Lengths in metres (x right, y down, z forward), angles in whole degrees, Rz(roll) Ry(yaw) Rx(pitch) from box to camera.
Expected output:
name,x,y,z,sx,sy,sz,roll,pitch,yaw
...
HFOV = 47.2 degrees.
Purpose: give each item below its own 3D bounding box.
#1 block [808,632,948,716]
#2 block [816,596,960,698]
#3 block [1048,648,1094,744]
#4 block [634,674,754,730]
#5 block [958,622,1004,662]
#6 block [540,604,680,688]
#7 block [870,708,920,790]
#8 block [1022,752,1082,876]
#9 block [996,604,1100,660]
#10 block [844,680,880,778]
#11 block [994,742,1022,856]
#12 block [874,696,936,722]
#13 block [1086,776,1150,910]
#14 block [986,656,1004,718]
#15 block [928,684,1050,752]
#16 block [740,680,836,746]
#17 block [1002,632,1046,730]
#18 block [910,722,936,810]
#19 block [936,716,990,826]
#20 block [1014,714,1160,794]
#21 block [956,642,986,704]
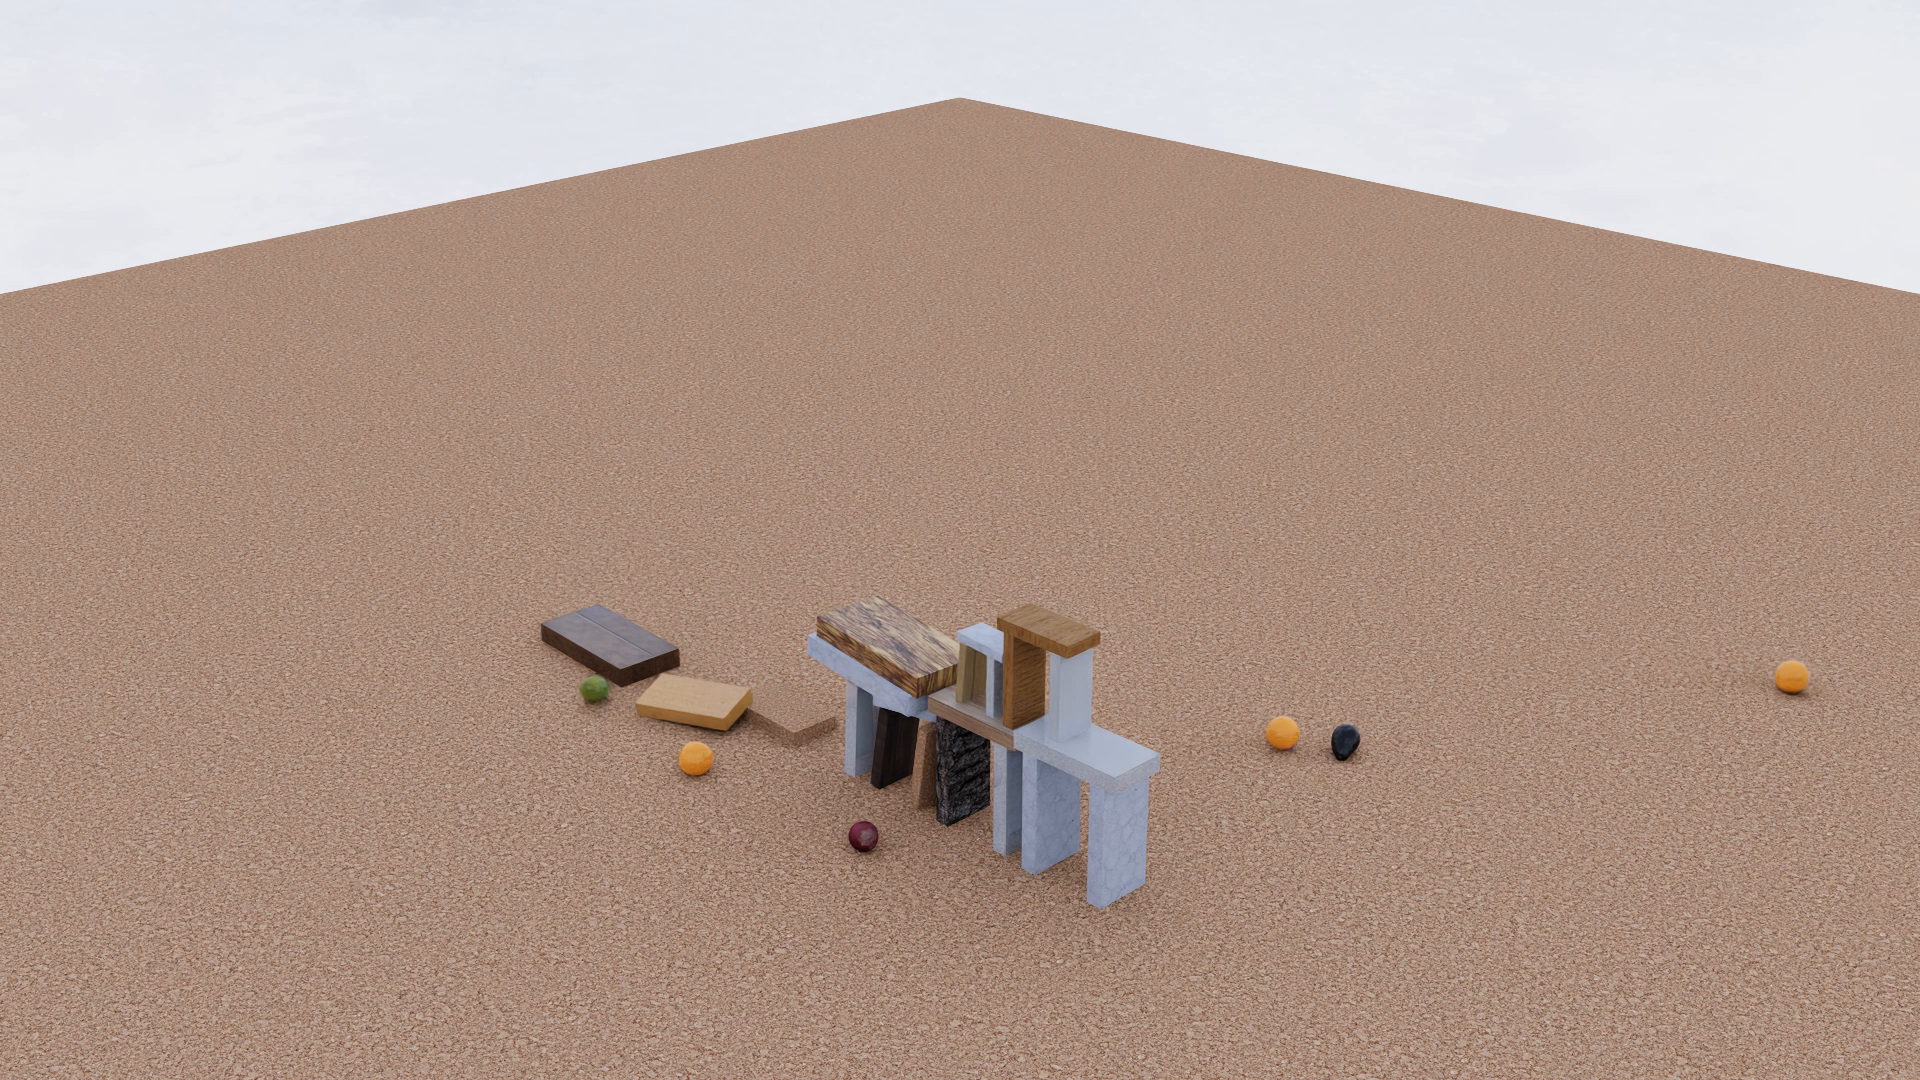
name,x,y,z,sx,sy,sz,roll,pitch,yaw
block,-0.149,0.254,4.514,0.162,0.046,0.323,-19,33,-38
block,-0.130,0.215,4.490,0.162,0.046,0.323,-18,33,-37
block,0.208,0.281,4.122,0.026,0.181,0.090,21,31,41
block,-0.584,0.355,4.833,0.232,0.033,0.116,7,34,26
block,0.062,0.197,4.239,0.065,0.018,0.130,-19,30,-37
block,-0.817,0.244,5.128,0.162,0.046,0.331,-20,30,-38
block,-0.132,0.415,4.536,0.095,0.191,0.027,-21,41,-41
block,0.177,0.506,4.242,0.036,0.255,0.127,21,31,41
block,0.165,0.170,4.121,0.090,0.026,0.181,-21,31,-40
block,-0.185,0.370,4.588,0.116,0.232,0.033,-21,35,-40
block,0.120,0.487,4.306,0.034,0.239,0.120,21,31,41
block,-0.070,0.327,4.461,0.191,0.027,0.095,13,26,29
block,0.297,0.553,4.131,0.036,0.255,0.127,21,31,41
block,0.081,0.273,4.252,0.065,0.130,0.018,-21,31,-40
block,0.064,0.339,4.304,0.120,0.034,0.239,-21,31,-40
block,-0.392,0.379,4.825,0.116,0.033,0.232,-20,30,-39
block,0.123,0.256,4.204,0.090,0.198,0.026,-21,31,-40
block,-0.047,0.449,4.455,0.095,0.191,0.027,-17,37,-35
block,0.007,0.443,4.409,0.120,0.239,0.034,-21,31,-41
block,0.237,0.396,4.129,0.255,0.036,0.127,21,31,41
block,0.025,0.250,4.303,0.065,0.130,0.018,-20,36,-39
